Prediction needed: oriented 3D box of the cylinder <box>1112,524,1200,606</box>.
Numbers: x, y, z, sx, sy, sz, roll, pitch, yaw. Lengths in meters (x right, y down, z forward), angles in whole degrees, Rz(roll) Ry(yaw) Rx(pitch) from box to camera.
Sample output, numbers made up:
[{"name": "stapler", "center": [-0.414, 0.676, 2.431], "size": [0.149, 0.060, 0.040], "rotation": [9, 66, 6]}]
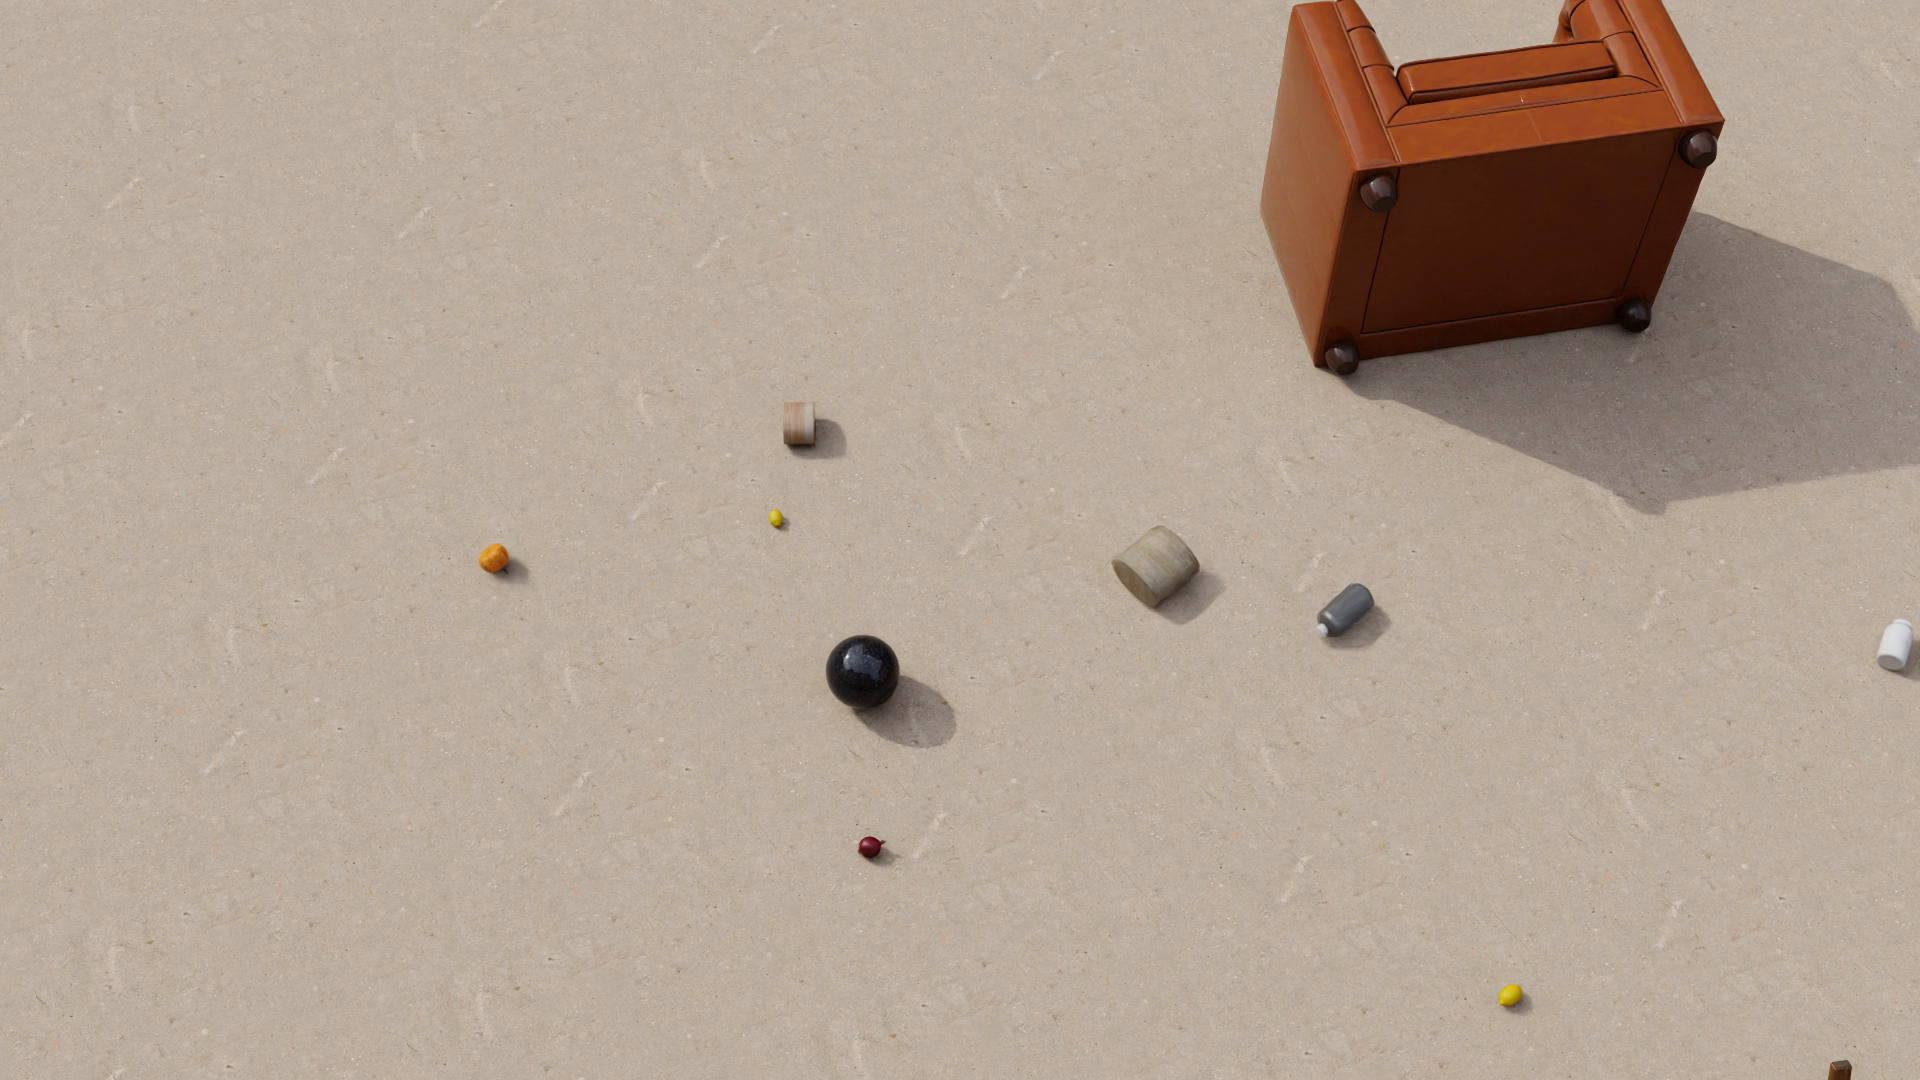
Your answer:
[{"name": "cylinder", "center": [0.575, 0.075, 6.449], "size": [0.180, 0.122, 0.186], "rotation": [-38, 73, -22]}]

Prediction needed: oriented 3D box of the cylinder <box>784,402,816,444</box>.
[{"name": "cylinder", "center": [-0.493, -0.359, 6.760], "size": [0.094, 0.092, 0.147], "rotation": [-1, 57, -1]}]

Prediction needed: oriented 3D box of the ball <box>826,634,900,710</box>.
[{"name": "ball", "center": [-0.274, 0.371, 6.197], "size": [0.212, 0.212, 0.212], "rotation": [0, 56, 0]}]
